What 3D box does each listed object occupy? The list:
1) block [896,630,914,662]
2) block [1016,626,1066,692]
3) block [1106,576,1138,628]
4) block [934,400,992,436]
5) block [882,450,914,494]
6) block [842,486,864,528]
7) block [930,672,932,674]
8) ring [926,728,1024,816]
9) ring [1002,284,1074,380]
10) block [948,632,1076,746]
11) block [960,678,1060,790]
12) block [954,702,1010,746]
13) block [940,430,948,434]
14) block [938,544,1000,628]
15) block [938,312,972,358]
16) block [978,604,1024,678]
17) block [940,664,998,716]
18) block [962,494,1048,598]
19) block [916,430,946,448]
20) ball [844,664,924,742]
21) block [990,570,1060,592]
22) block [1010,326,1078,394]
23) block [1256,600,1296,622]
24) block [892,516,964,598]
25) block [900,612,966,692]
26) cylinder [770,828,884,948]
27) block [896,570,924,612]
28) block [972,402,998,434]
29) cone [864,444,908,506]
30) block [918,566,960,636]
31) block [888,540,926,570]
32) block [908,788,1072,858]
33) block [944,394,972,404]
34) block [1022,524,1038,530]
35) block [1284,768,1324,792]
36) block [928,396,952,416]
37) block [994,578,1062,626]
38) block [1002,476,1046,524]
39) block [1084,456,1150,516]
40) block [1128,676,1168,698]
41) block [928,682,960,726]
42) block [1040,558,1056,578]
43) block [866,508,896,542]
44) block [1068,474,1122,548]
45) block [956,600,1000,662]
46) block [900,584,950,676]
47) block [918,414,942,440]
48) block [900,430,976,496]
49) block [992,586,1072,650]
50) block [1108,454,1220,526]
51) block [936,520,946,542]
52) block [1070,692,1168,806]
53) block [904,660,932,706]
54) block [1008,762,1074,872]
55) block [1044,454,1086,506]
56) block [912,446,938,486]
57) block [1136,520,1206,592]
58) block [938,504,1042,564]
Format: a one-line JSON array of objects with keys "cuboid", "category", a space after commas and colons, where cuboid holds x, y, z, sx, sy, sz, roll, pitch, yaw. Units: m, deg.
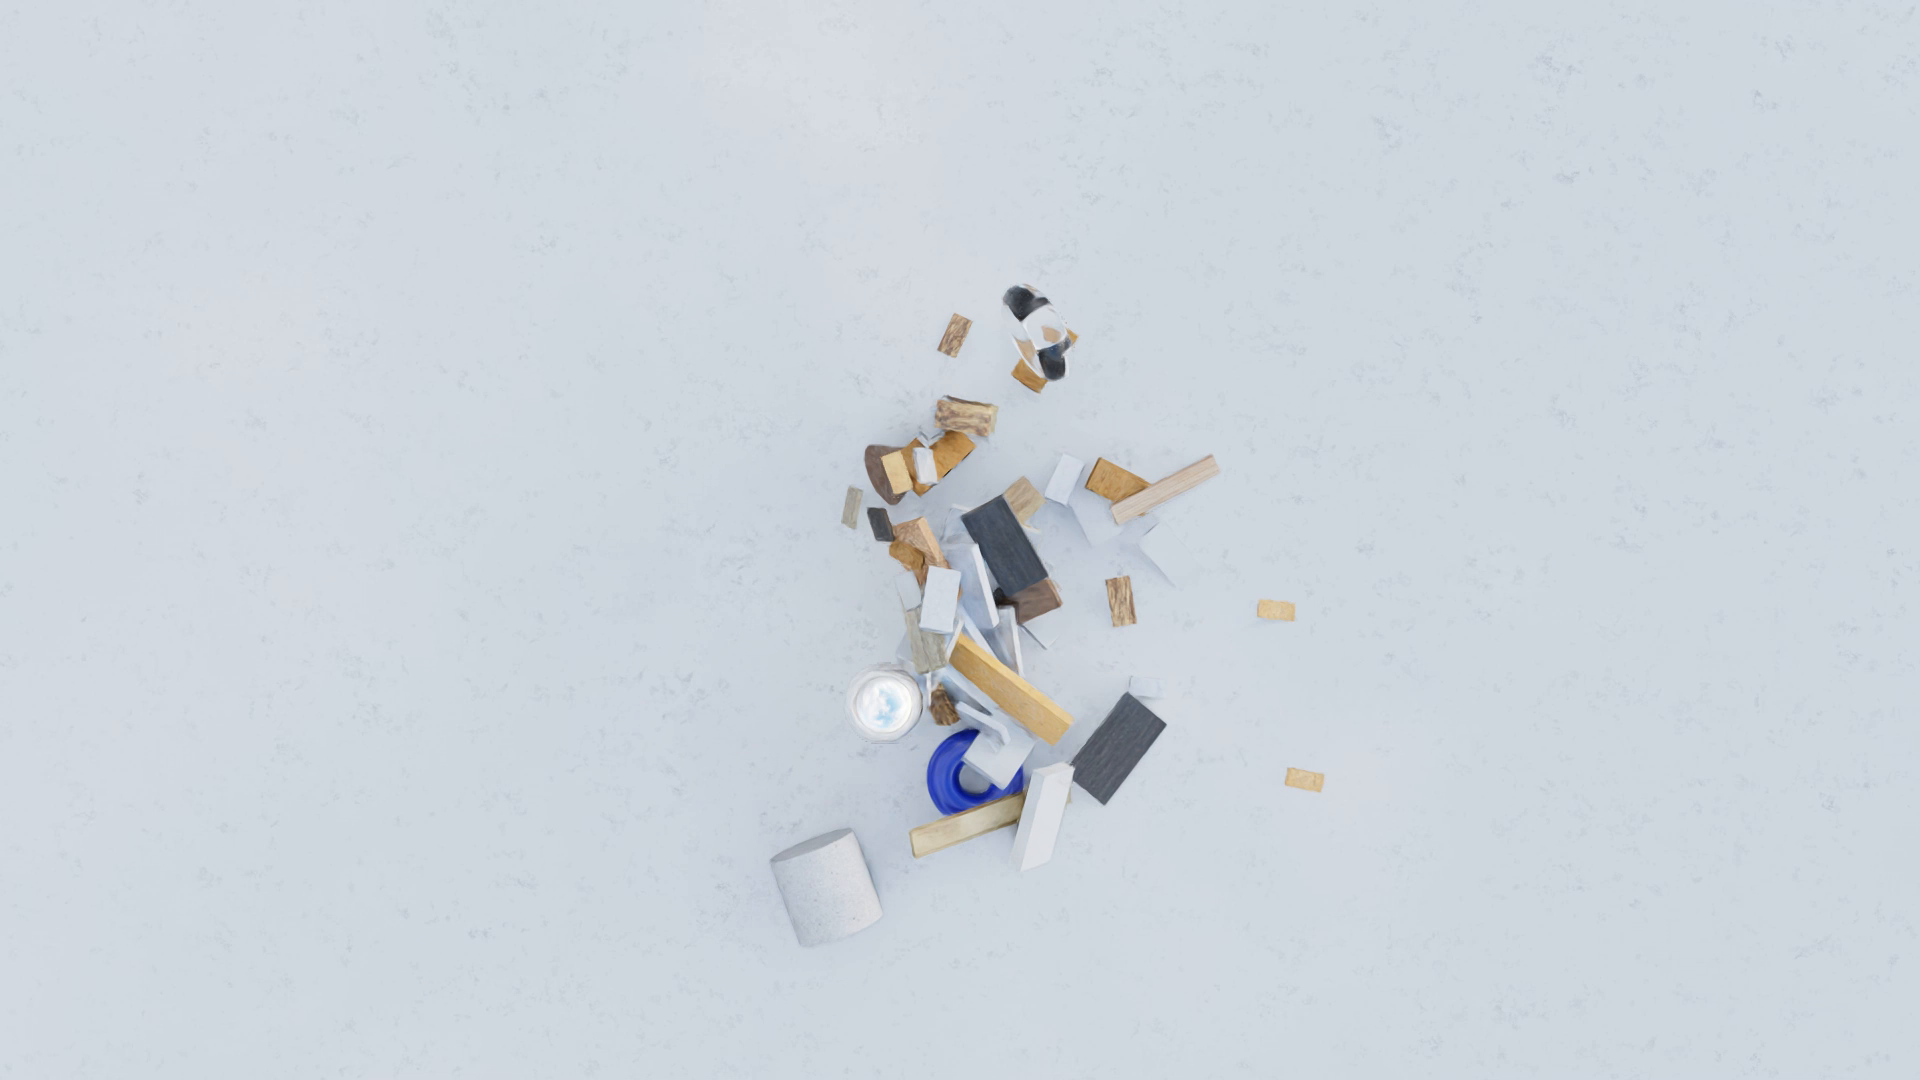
[{"cuboid": [-0.113, 0.290, 5.236, 0.103, 0.029, 0.207, 21, 80, 27], "category": "block"}, {"cuboid": [0.212, 0.379, 5.482, 0.256, 0.036, 0.128, 35, 90, 0], "category": "block"}, {"cuboid": [0.536, 0.205, 5.489, 0.081, 0.023, 0.161, -9, 90, 0], "category": "block"}, {"cuboid": [0.010, -0.389, 5.252, 0.182, 0.026, 0.091, 11, 95, 23], "category": "block"}, {"cuboid": [-0.199, -0.214, 5.250, 0.064, 0.018, 0.128, -21, 87, 9], "category": "block"}, {"cuboid": [-0.348, -0.107, 5.325, 0.018, 0.064, 0.128, 2, 106, -35], "category": "block"}, {"cuboid": [-0.108, 0.337, 5.267, 0.081, 0.023, 0.162, 15, 90, 26], "category": "block"}, {"cuboid": [0.051, 0.786, 5.447, 0.326, 0.109, 0.326, 0, 89, 1], "category": "ring"}, {"cuboid": [0.246, -0.657, 5.223, 0.111, 0.333, 0.333, -30, 90, -9], "category": "ring"}, {"cuboid": [0.132, 0.470, 5.352, 0.514, 0.133, 0.038, 37, 46, 4], "category": "block"}, {"cuboid": [0.166, 0.631, 5.407, 0.170, 0.048, 0.339, 36, 66, -1], "category": "block"}, {"cuboid": [0.073, 0.591, 5.318, 0.186, 0.093, 0.026, 26, 66, 30], "category": "block"}, {"cuboid": [-0.049, -0.388, 5.423, 0.055, 0.111, 0.016, 46, 127, 2], "category": "block"}, {"cuboid": [0.023, 0.147, 5.309, 0.143, 0.041, 0.286, 0, 118, 33], "category": "block"}, {"cuboid": [-0.017, -0.680, 5.490, 0.068, 0.019, 0.137, 25, 90, 0], "category": "block"}, {"cuboid": [0.128, 0.338, 5.407, 0.128, 0.036, 0.257, 1, 111, 25], "category": "block"}, {"cuboid": [-0.007, 0.482, 5.423, 0.266, 0.133, 0.038, 40, 66, -4], "category": "block"}, {"cuboid": [0.144, 0.020, 5.285, 0.152, 0.043, 0.303, -28, 107, 9], "category": "block"}, {"cuboid": [-0.096, -0.341, 5.365, 0.055, 0.111, 0.016, 49, 128, 3], "category": "block"}, {"cuboid": [-0.236, 0.508, 5.131, 0.244, 0.244, 0.244, 0, 90, 0], "category": "ball"}, {"cuboid": [0.214, 0.129, 5.424, 0.210, 0.030, 0.105, 38, 78, 15], "category": "block"}, {"cuboid": [0.280, -0.613, 5.484, 0.116, 0.033, 0.232, 35, 90, 0], "category": "block"}, {"cuboid": [1.053, 0.234, 5.491, 0.122, 0.017, 0.061, 7, 90, 0], "category": "block"}, {"cuboid": [-0.113, 0.073, 5.297, 0.143, 0.041, 0.286, -16, 107, 41], "category": "block"}, {"cuboid": [-0.092, 0.341, 5.314, 0.133, 0.038, 0.266, 30, 109, 23], "category": "block"}, {"cuboid": [-0.434, 1.126, 5.356, 0.289, 0.289, 0.289, -20, 90, 0], "category": "cylinder"}, {"cuboid": [-0.160, 0.163, 5.241, 0.062, 0.017, 0.123, -25, 63, 12], "category": "block"}, {"cuboid": [0.074, -0.399, 5.355, 0.026, 0.250, 0.091, 8, 95, -14], "category": "block"}, {"cuboid": [-0.166, -0.254, 5.452, 0.215, 0.215, 0.215, -26, 90, -27], "category": "cone"}, {"cuboid": [-0.064, 0.190, 5.190, 0.104, 0.029, 0.207, 11, 67, -5], "category": "block"}, {"cuboid": [-0.169, 0.046, 5.279, 0.123, 0.017, 0.062, 26, 130, 20], "category": "block"}, {"cuboid": [0.103, 0.899, 5.368, 0.574, 0.026, 0.093, -16, 109, -22], "category": "block"}, {"cuboid": [0.006, -0.433, 5.490, 0.137, 0.019, 0.068, 14, 90, 0], "category": "block"}, {"cuboid": [0.168, -0.023, 5.489, 0.161, 0.023, 0.081, 17, 90, 0], "category": "block"}, {"cuboid": [1.147, 0.799, 5.491, 0.122, 0.017, 0.061, 11, 90, 0], "category": "block"}, {"cuboid": [-0.041, -0.420, 5.388, 0.091, 0.182, 0.026, 41, 109, 3], "category": "block"}, {"cuboid": [0.218, 0.204, 5.362, 0.210, 0.030, 0.105, -25, 98, 25], "category": "block"}, {"cuboid": [0.136, -0.066, 5.401, 0.301, 0.033, 0.116, -44, 102, -8], "category": "block"}, {"cuboid": [0.533, -0.176, 5.459, 0.221, 0.031, 0.111, 26, 91, -13], "category": "block"}, {"cuboid": [0.626, 0.490, 5.491, 0.122, 0.017, 0.061, 4, 90, 0], "category": "block"}, {"cuboid": [-0.078, 0.525, 5.436, 0.026, 0.093, 0.186, -40, 107, -41], "category": "block"}, {"cuboid": [0.196, 0.076, 5.411, 0.210, 0.030, 0.105, 35, 79, 15], "category": "block"}, {"cuboid": [-0.251, -0.047, 5.232, 0.062, 0.017, 0.123, 3, 131, 24], "category": "block"}, {"cuboid": [0.437, -0.098, 5.484, 0.111, 0.031, 0.221, -26, 90, 0], "category": "block"}, {"cuboid": [0.012, 0.339, 5.387, 0.143, 0.041, 0.286, -19, 111, 42], "category": "block"}, {"cuboid": [-0.112, 0.280, 5.205, 0.103, 0.029, 0.279, -20, 65, 15], "category": "block"}, {"cuboid": [-0.083, -0.374, 5.358, 0.055, 0.016, 0.111, 46, 47, 2], "category": "block"}, {"cuboid": [-0.088, -0.278, 5.383, 0.152, 0.043, 0.303, 46, 48, 0], "category": "block"}, {"cuboid": [0.235, 0.228, 5.462, 0.257, 0.036, 0.128, 45, 72, 0], "category": "block"}, {"cuboid": [0.678, -0.167, 5.461, 0.390, 0.019, 0.068, -27, 101, -7], "category": "block"}, {"cuboid": [-0.059, 0.053, 5.438, 0.033, 0.116, 0.232, 23, 89, -22], "category": "block"}, {"cuboid": [0.512, 0.690, 5.450, 0.170, 0.048, 0.339, 39, 81, 0], "category": "block"}, {"cuboid": [-0.134, 0.445, 5.240, 0.081, 0.023, 0.162, -5, 82, 25], "category": "block"}, {"cuboid": [0.266, 0.898, 5.363, 0.048, 0.170, 0.339, 23, 107, 34], "category": "block"}, {"cuboid": [0.347, -0.199, 5.463, 0.081, 0.023, 0.161, 23, 78, 14], "category": "block"}, {"cuboid": [-0.112, -0.237, 5.301, 0.064, 0.018, 0.128, 6, 59, -31], "category": "block"}, {"cuboid": [0.701, 0.055, 5.484, 0.111, 0.031, 0.221, -42, 90, 0], "category": "block"}, {"cuboid": [0.095, 0.000, 5.327, 0.303, 0.043, 0.152, 17, 108, -5], "category": "block"}]
